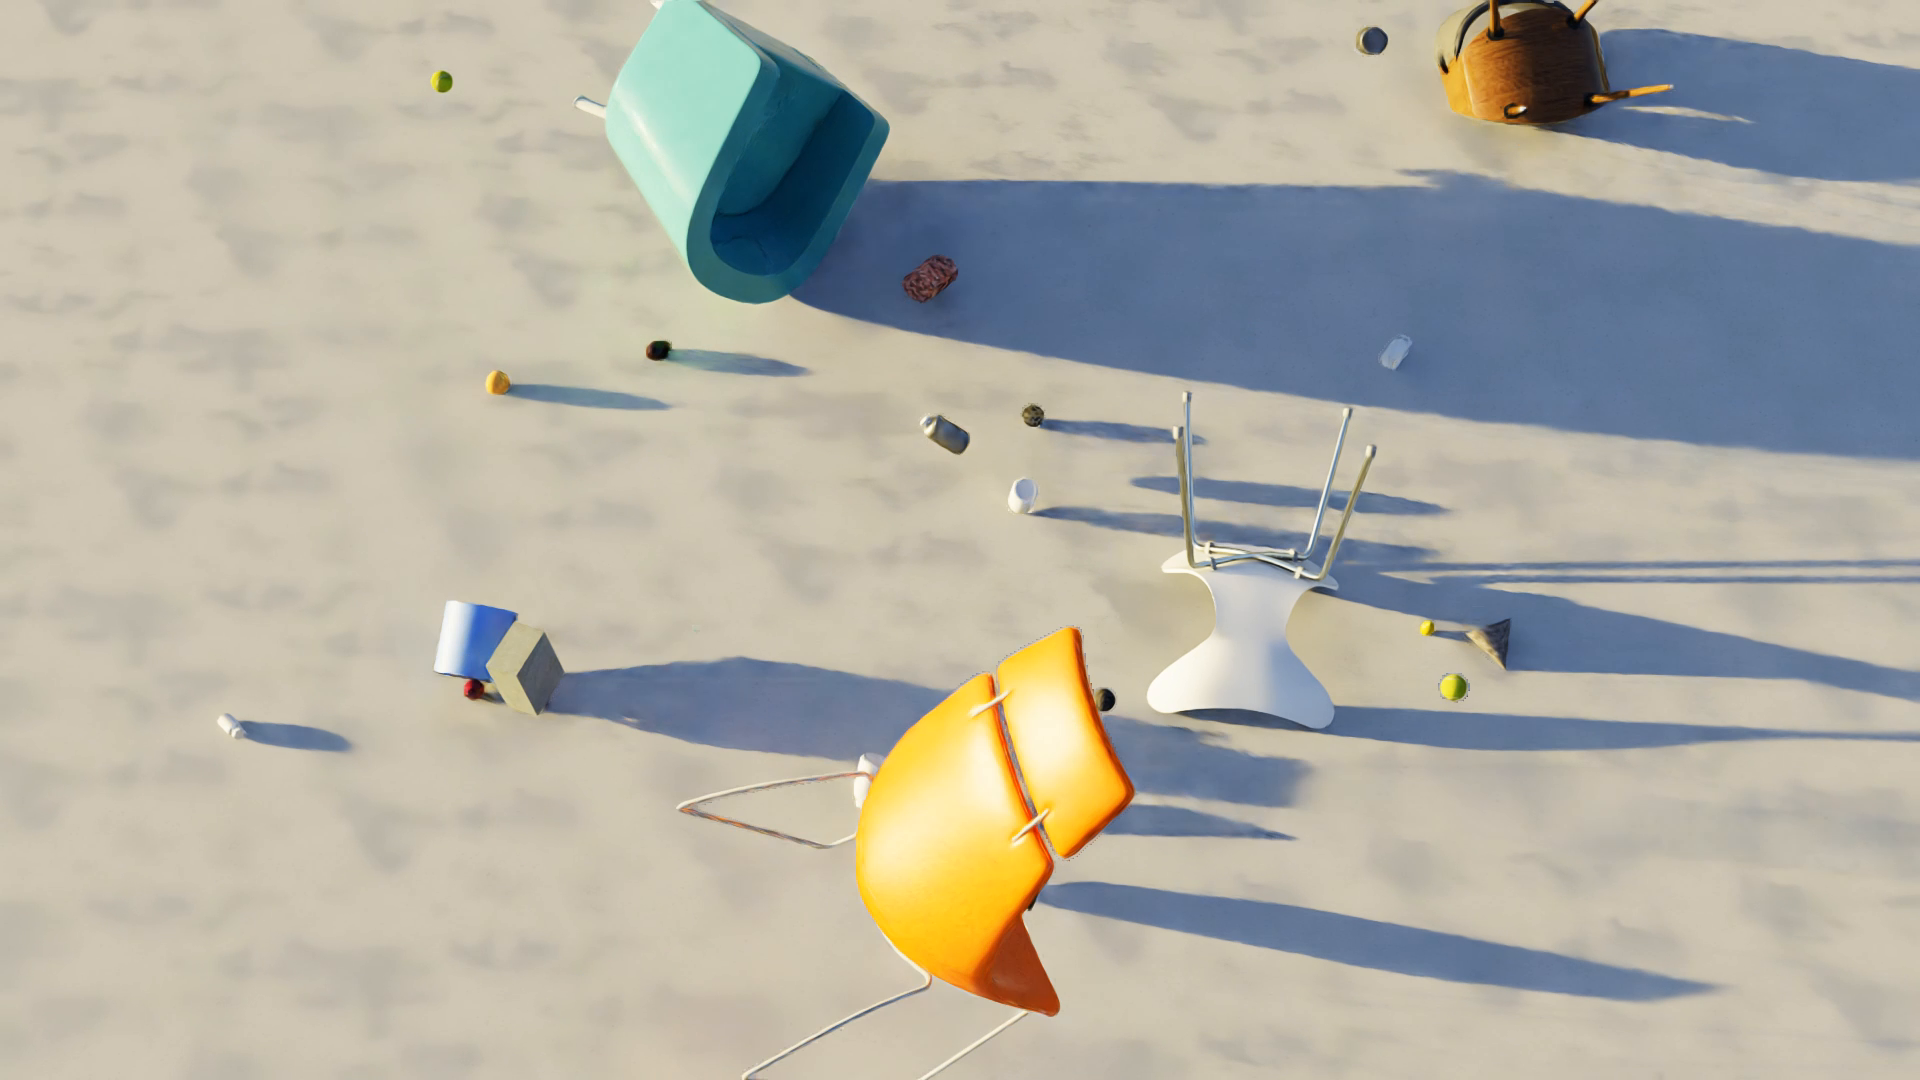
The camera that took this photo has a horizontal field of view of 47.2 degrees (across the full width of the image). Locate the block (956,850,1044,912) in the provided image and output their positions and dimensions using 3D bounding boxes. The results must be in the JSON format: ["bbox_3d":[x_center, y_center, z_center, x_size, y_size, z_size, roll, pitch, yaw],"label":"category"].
[{"bbox_3d":[0.103,0.900,5.827,0.194,0.125,0.085,10,72,54],"label":"block"}]

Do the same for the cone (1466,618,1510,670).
[{"bbox_3d":[1.545,0.312,6.331,0.144,0.120,0.136,-16,81,-25],"label":"cone"}]

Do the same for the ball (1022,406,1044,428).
[{"bbox_3d":[0.227,-0.382,6.790,0.067,0.067,0.067,0,56,0],"label":"ball"}]

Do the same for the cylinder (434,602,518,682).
[{"bbox_3d":[-1.368,0.291,6.216,0.204,0.196,0.201,6,82,18],"label":"cylinder"}]

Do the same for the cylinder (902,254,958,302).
[{"bbox_3d":[-0.095,-0.839,7.050,0.117,0.167,0.104,-40,106,-24],"label":"cylinder"}]

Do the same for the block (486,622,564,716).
[{"bbox_3d":[-1.213,0.361,6.142,0.100,0.211,0.155,16,58,20],"label":"block"}]

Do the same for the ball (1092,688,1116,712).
[{"bbox_3d":[0.359,0.399,5.491,0.057,0.057,0.057,0,56,0],"label":"ball"}]
